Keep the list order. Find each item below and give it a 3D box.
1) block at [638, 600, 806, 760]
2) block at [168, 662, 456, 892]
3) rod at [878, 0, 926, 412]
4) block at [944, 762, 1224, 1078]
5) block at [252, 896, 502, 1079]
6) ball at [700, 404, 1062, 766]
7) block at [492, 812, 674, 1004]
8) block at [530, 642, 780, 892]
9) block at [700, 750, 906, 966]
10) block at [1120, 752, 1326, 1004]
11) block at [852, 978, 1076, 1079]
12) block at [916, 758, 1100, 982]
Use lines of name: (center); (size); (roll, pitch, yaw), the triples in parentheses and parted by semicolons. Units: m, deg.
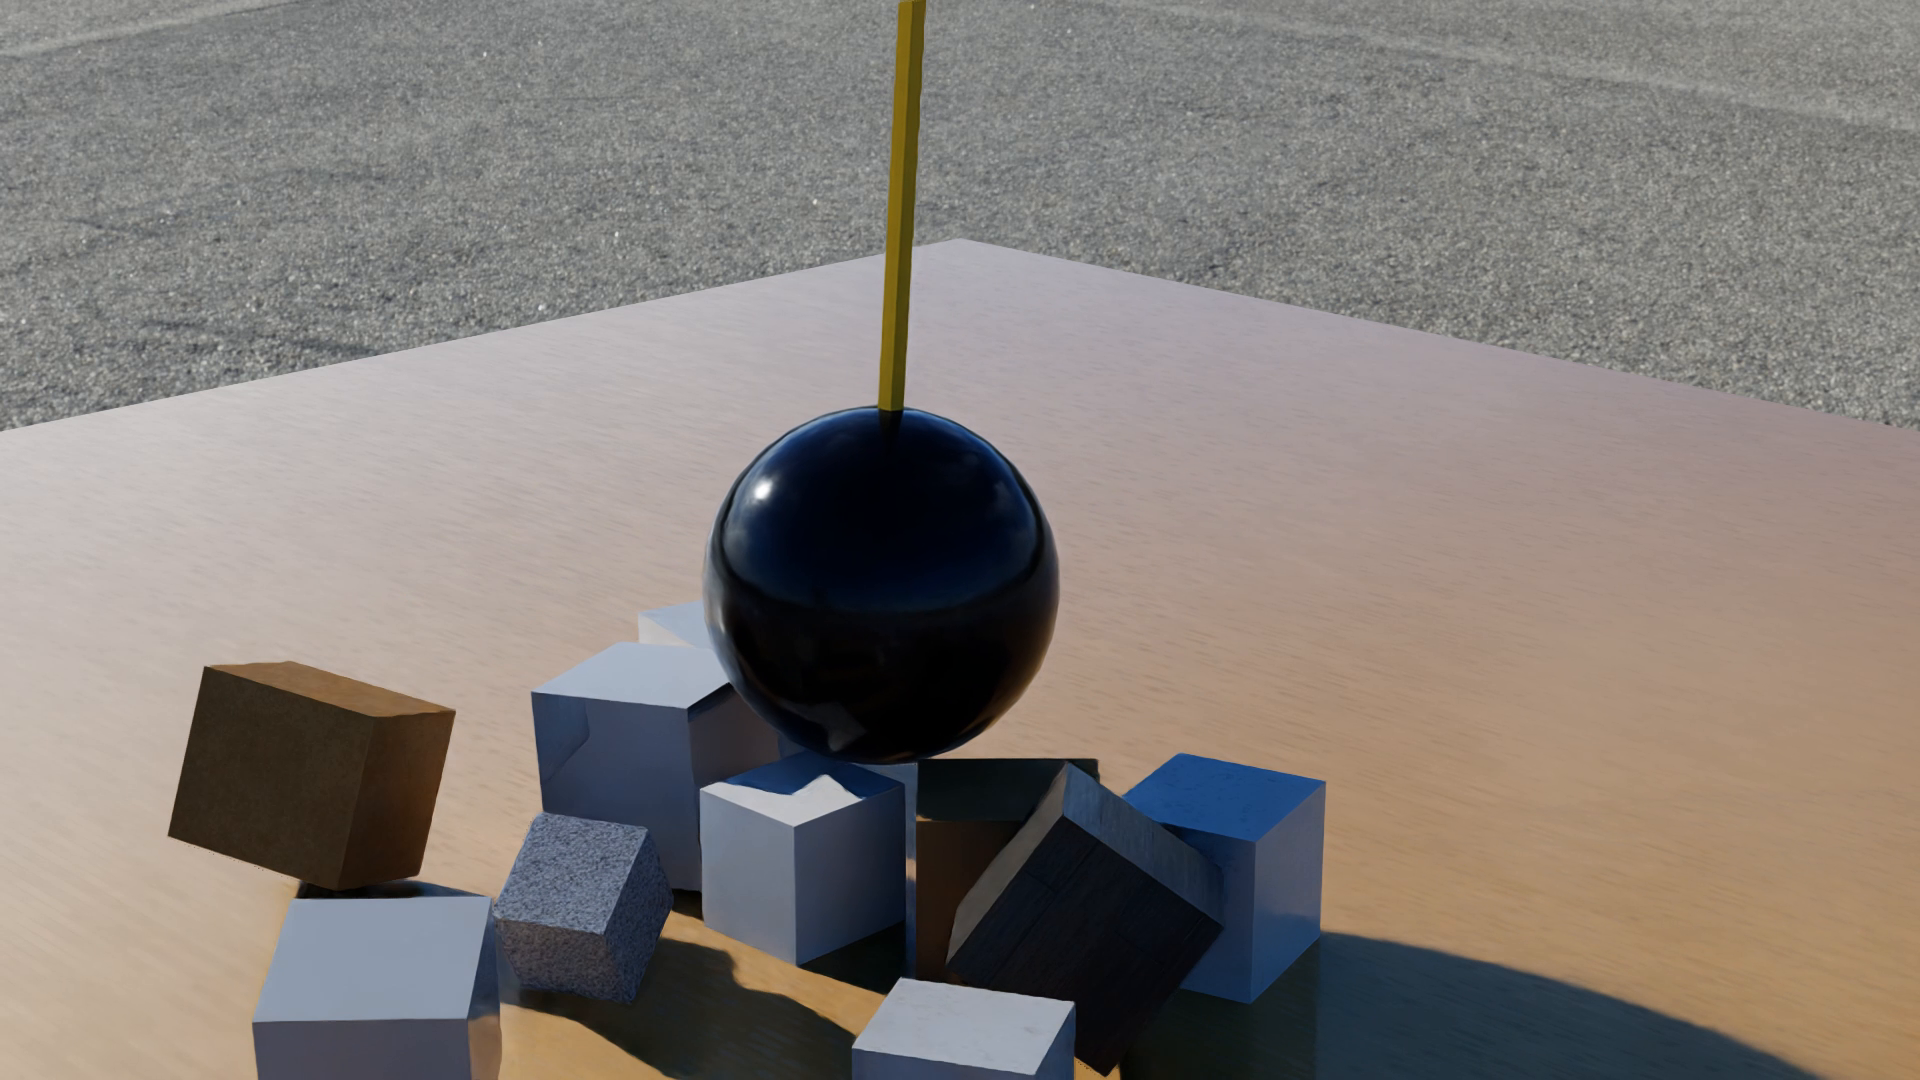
block: (-1.084, 0.758, 14.675); (0.758, 0.754, 0.776); (-11, 20, -31)
block: (-2.904, 1.044, 13.173); (0.885, 0.780, 0.716); (15, 4, 19)
rod: (-0.152, -3.092, 12.211); (0.080, 5.200, 0.080); (17, 19, 42)
block: (0.505, 1.503, 11.690); (0.774, 0.785, 0.643); (35, 14, -5)
block: (-2.170, 1.874, 11.029); (0.765, 0.717, 0.840); (-1, 24, -2)
ball: (-0.351, 0.200, 13.037); (1.600, 1.600, 1.600); (0, 17, 0)
block: (-1.570, 1.537, 12.255); (0.505, 0.507, 0.542); (6, 49, 17)
block: (-1.381, 1.029, 13.527); (0.821, 0.873, 0.763); (4, 18, 25)
block: (-0.686, 1.382, 12.866); (0.601, 0.649, 0.663); (16, 24, 41)
block: (1.088, 1.434, 12.562); (0.694, 0.731, 0.754); (9, 20, 28)
block: (0.018, 2.052, 10.759); (0.680, 0.614, 0.567); (6, 20, 16)
block: (0.209, 1.414, 12.619); (0.785, 0.736, 0.699); (0, 17, 0)
